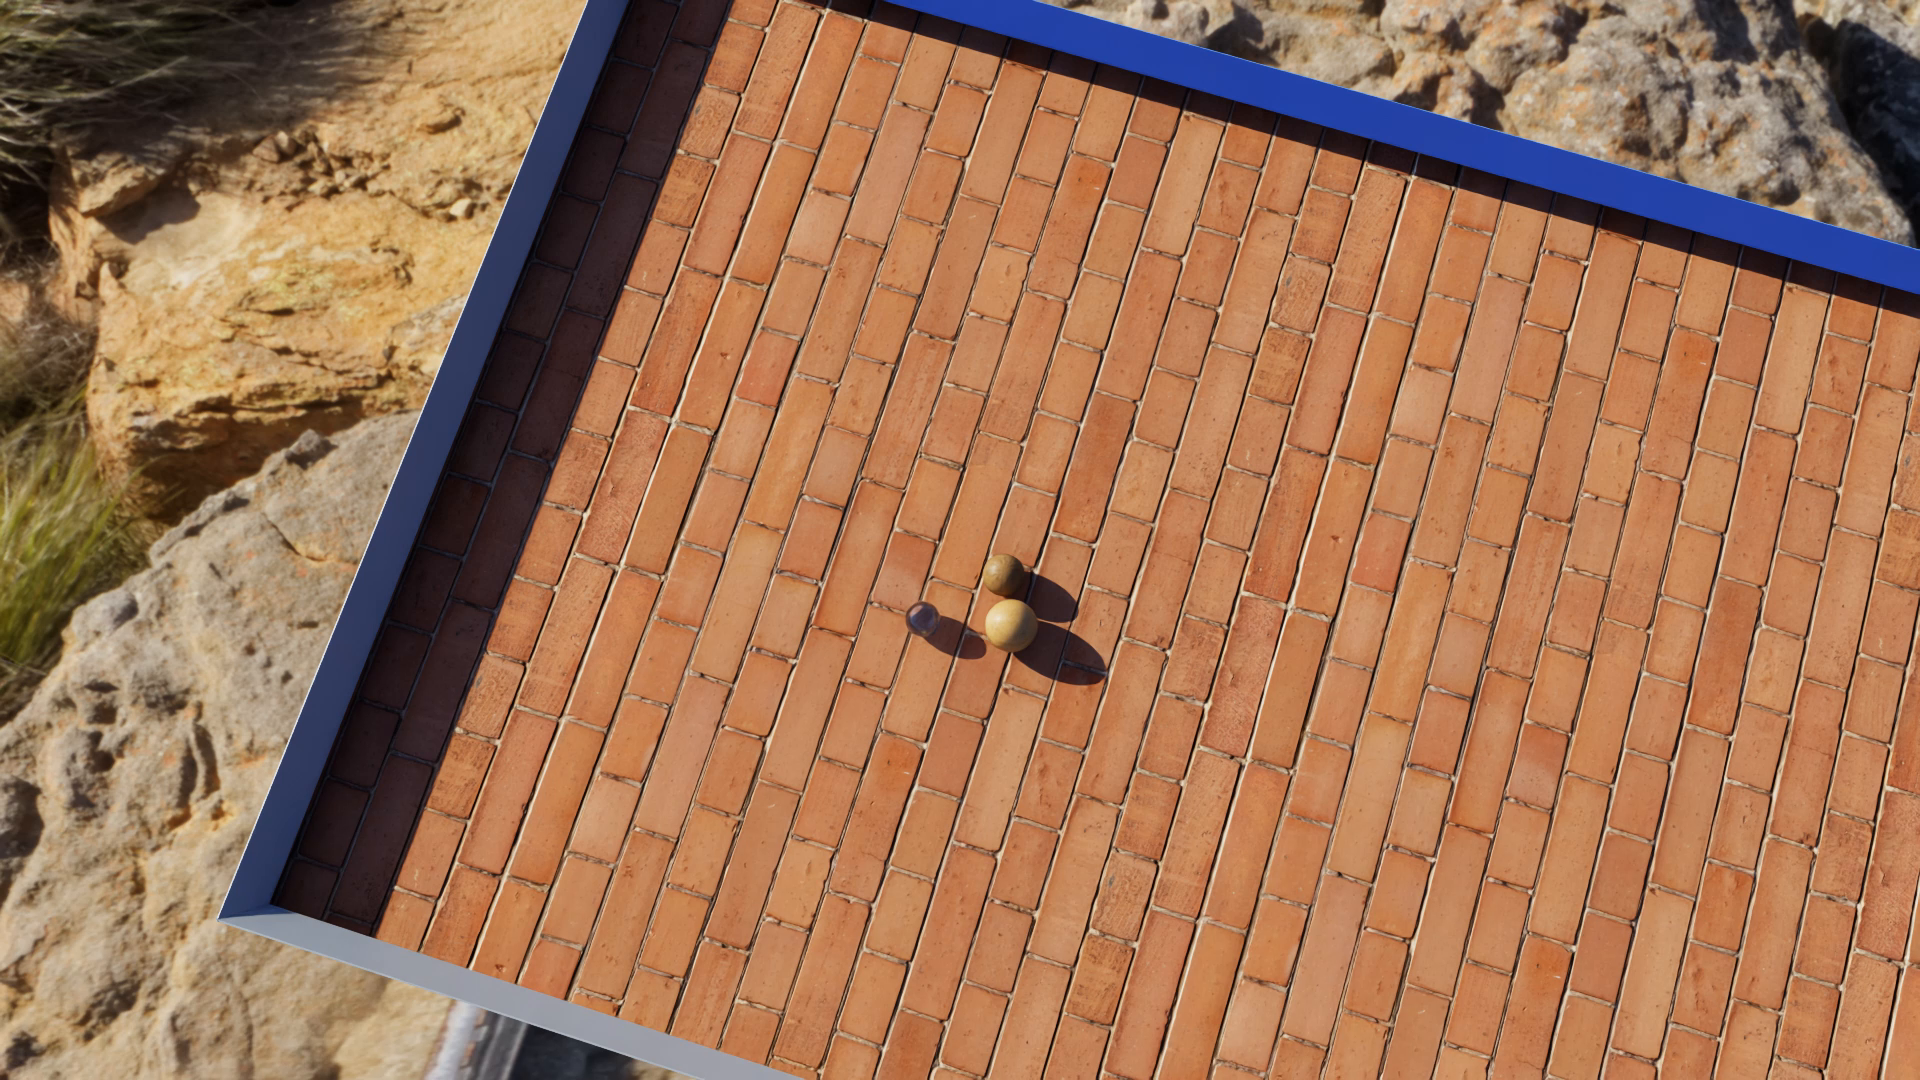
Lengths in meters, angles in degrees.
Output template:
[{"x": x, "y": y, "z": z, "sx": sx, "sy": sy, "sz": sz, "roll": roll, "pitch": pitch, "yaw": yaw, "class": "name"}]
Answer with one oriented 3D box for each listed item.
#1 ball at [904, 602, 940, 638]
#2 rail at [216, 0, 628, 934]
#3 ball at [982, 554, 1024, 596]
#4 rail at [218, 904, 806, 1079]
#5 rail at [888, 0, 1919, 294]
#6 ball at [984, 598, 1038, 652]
[{"x": -0.056, "y": 0.120, "z": 3.334, "sx": 0.054, "sy": 0.054, "sz": 0.054, "roll": 0, "pitch": 74, "yaw": 0, "class": "ball"}, {"x": -0.775, "y": -0.241, "z": 3.409, "sx": 0.045, "sy": 0.105, "sz": 1.753, "roll": 17, "pitch": 75, "yaw": 5, "class": "rail"}, {"x": 0.067, "y": 0.053, "z": 3.347, "sx": 0.065, "sy": 0.065, "sz": 0.065, "roll": 0, "pitch": 74, "yaw": 0, "class": "ball"}, {"x": 0.541, "y": 1.020, "z": 3.054, "sx": 3.345, "sy": 0.105, "sz": 0.045, "roll": 17, "pitch": 75, "yaw": 5, "class": "rail"}, {"x": 1.054, "y": -0.546, "z": 3.494, "sx": 3.345, "sy": 0.105, "sz": 0.045, "roll": 17, "pitch": 75, "yaw": 5, "class": "rail"}, {"x": 0.078, "y": 0.129, "z": 3.318, "sx": 0.081, "sy": 0.081, "sz": 0.081, "roll": 0, "pitch": 74, "yaw": 0, "class": "ball"}]
